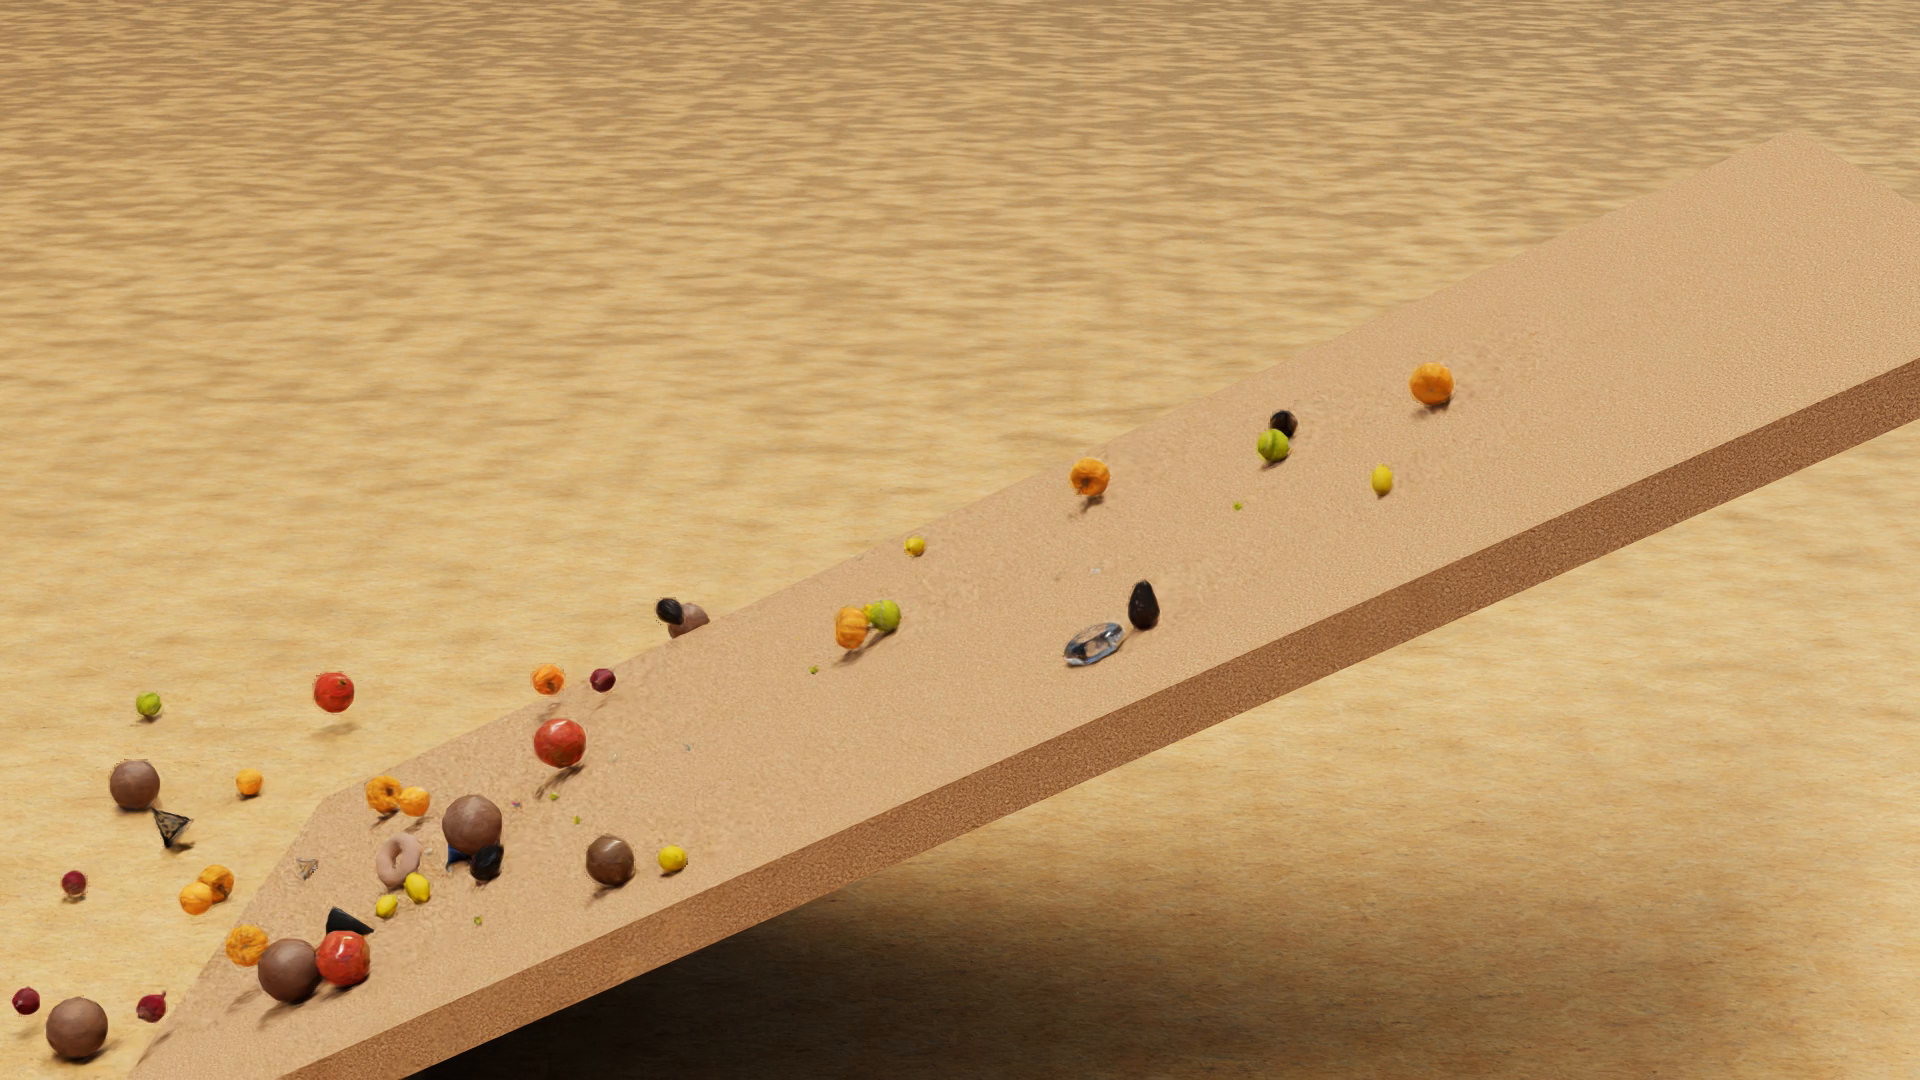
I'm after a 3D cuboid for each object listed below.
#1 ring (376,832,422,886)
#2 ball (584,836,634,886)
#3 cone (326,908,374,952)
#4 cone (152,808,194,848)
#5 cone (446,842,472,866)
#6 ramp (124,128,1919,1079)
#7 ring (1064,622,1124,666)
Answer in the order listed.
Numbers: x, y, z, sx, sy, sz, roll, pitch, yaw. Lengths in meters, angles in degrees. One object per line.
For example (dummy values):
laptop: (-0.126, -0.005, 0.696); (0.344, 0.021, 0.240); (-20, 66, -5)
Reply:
ring: (-1.225, 0.698, 6.417); (0.122, 0.122, 0.041); (15, -10, 43)
ball: (-0.678, 0.620, 5.690); (0.096, 0.096, 0.096); (0, 16, 0)
cone: (-1.274, 0.819, 6.184); (0.093, 0.093, 0.093); (0, 16, 8)
cone: (-2.014, 0.712, 7.457); (0.098, 0.098, 0.098); (41, 23, 3)
cone: (-1.086, 0.679, 6.395); (0.054, 0.054, 0.054); (-2, 16, -15)
ramp: (0.137, 0.168, 6.282); (4.000, 0.100, 2.000); (-24, 13, 9)
ring: (0.256, 0.198, 5.632); (0.124, 0.041, 0.124); (-26, 12, 6)
